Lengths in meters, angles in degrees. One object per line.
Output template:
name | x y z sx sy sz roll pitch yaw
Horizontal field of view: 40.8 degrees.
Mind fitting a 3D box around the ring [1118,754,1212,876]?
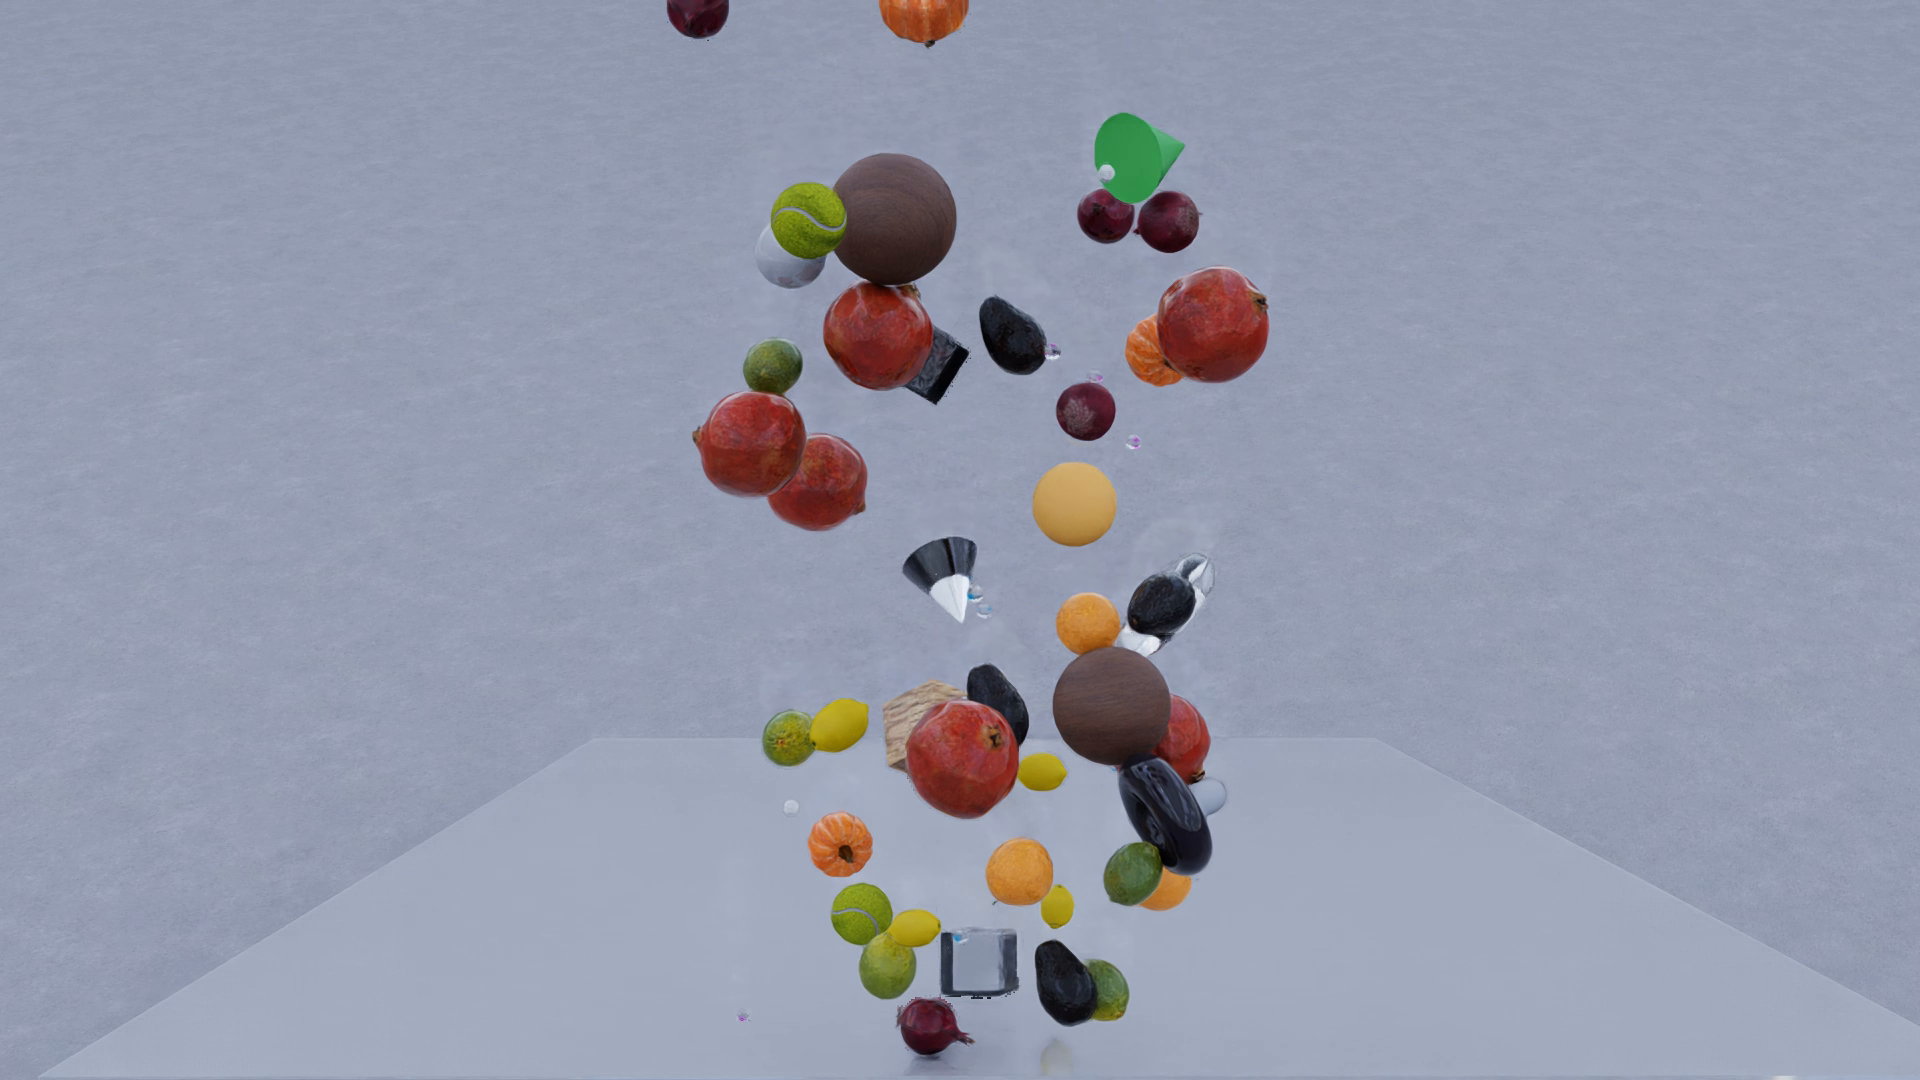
ring | 0.218 0.291 2.749 0.048 0.143 0.143 -28 36 -14

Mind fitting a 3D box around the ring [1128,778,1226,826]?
ring | 0.245 0.299 2.911 0.116 0.039 0.116 -17 -3 -1

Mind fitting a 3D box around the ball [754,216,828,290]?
ball | -0.170 -0.288 2.594 0.072 0.072 0.072 0 28 0

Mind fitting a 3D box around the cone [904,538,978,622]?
cone | -0.010 0.059 2.921 0.089 0.089 0.089 -9 57 -16

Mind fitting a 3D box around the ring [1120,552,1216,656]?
ring | 0.230 0.071 2.859 0.046 0.137 0.137 40 33 -5

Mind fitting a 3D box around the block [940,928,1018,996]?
block | 0.023 0.500 3.066 0.072 0.072 0.072 -2 -3 19

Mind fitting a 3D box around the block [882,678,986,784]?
block | -0.030 0.221 2.976 0.080 0.080 0.080 26 46 -43

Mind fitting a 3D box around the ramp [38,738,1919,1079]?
ramp | 0.064 0.575 4.618 2.000 0.100 4.000 0 1 0

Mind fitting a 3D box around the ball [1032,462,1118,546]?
ball | 0.120 -0.038 2.710 0.089 0.089 0.089 0 28 0

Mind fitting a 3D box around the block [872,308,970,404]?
block | -0.042 -0.196 2.754 0.067 0.067 0.067 29 8 -22
